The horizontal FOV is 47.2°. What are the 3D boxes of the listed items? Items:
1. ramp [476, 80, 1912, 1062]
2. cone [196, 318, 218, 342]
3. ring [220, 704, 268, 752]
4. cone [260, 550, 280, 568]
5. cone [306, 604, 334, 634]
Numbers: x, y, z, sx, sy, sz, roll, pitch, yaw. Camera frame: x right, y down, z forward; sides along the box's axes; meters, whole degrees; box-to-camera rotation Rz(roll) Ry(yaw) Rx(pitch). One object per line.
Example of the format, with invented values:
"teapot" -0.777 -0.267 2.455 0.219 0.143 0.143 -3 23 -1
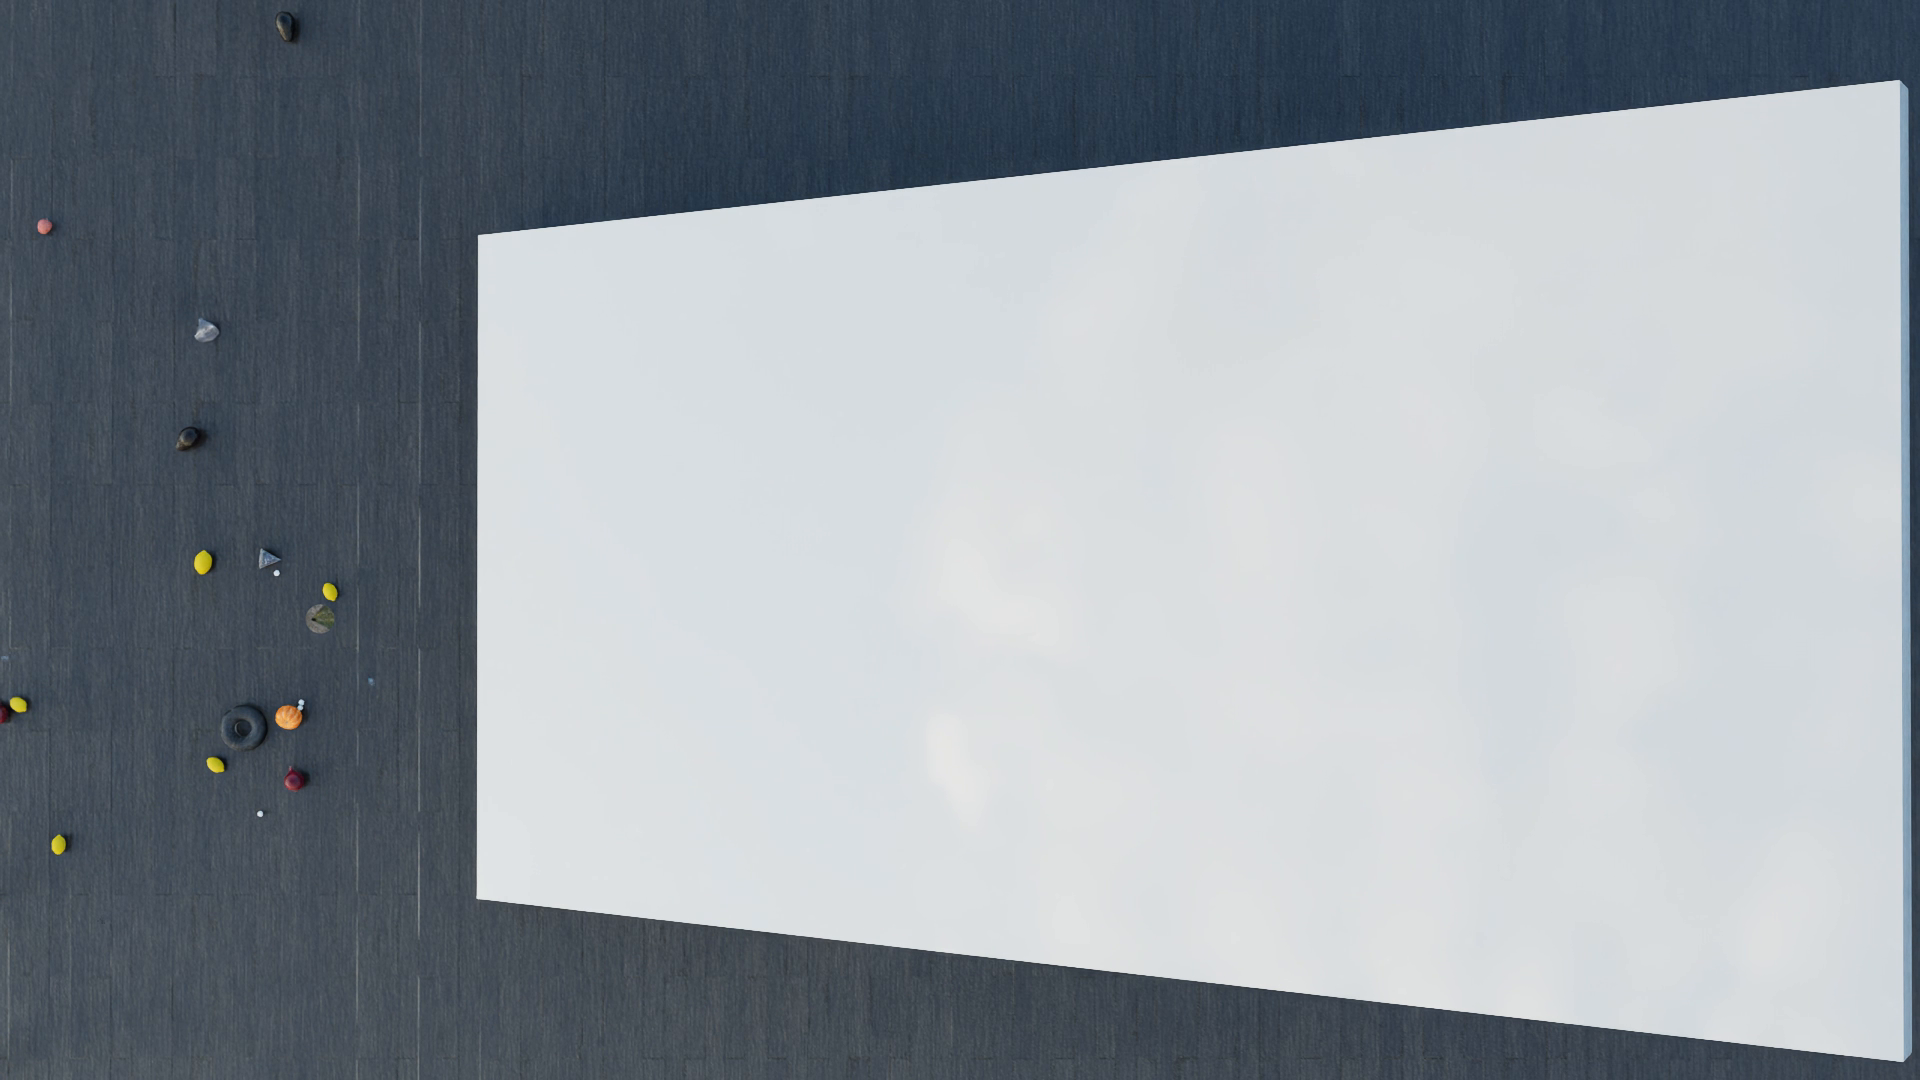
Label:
"ramp" 0.259 0.071 5.597 4.000 0.100 2.000 0 89 33
"cone" -2.307 -0.653 6.705 0.071 0.071 0.071 -32 63 0
"ring" -2.178 0.572 6.687 0.143 0.048 0.143 0 89 -1
"cone" -2.099 0.059 6.701 0.061 0.061 0.061 4 89 -26
"cone" -1.954 0.241 6.669 0.088 0.088 0.088 0 89 0
